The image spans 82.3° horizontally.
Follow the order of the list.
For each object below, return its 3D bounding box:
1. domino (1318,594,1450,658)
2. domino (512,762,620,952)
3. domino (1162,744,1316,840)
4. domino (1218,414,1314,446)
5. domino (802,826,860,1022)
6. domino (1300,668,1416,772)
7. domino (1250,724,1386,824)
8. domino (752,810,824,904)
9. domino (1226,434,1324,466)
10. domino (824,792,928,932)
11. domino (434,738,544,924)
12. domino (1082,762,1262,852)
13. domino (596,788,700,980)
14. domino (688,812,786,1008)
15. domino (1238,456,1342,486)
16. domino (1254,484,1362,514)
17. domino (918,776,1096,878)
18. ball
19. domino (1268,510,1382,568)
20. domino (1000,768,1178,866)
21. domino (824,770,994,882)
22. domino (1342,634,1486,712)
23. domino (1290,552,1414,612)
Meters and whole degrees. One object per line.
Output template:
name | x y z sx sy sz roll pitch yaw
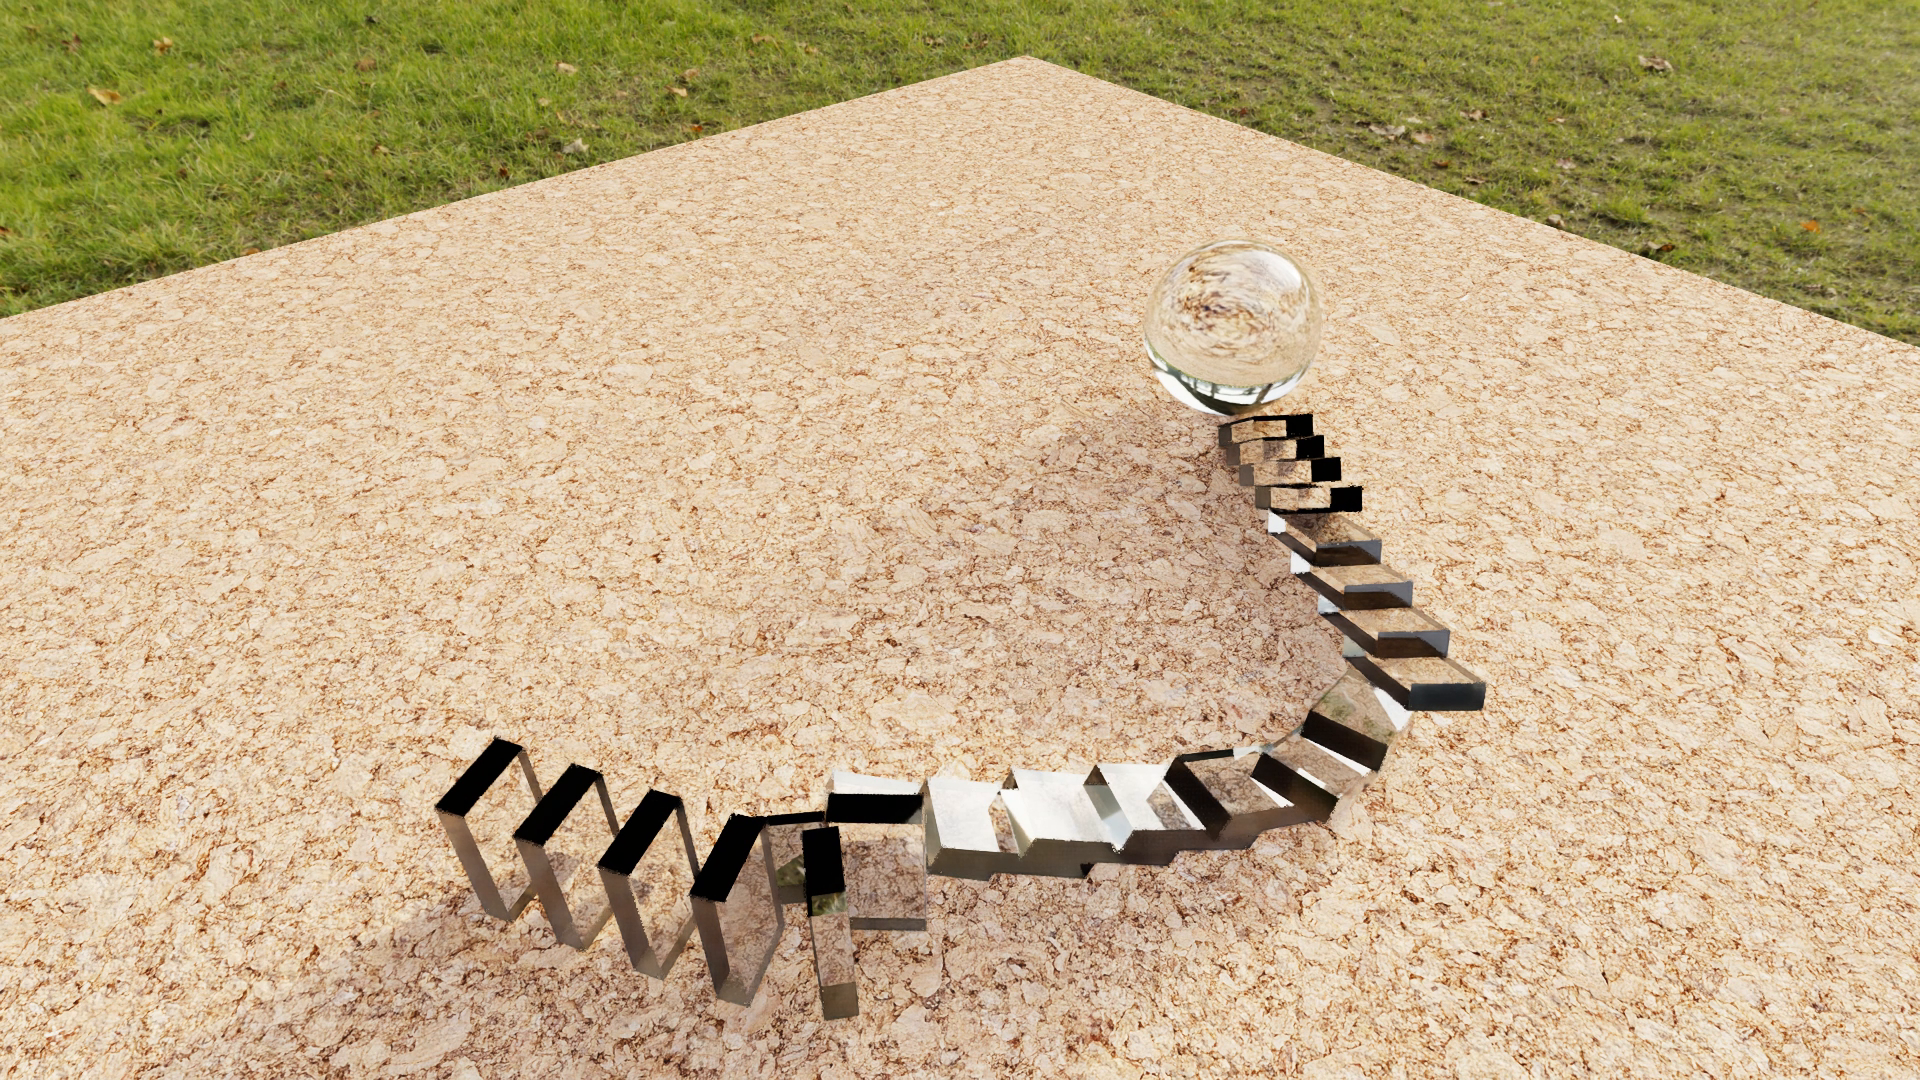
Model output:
domino | 0.150 0.029 0.392 0.025 0.010 0.050 -1 14 -4
domino | -0.105 0.088 0.304 0.010 0.050 0.025 13 41 16
domino | 0.089 0.076 0.335 0.050 0.010 0.025 3 32 -37
domino | 0.132 -0.047 0.479 0.025 0.010 0.050 -3 2 -3
domino | -0.034 0.101 0.288 0.009 0.050 0.025 -6 40 -8
domino | 0.131 0.058 0.358 0.025 0.010 0.050 25 22 27
domino | 0.113 0.070 0.343 0.025 0.010 0.050 31 25 31
domino | -0.040 0.094 0.329 0.050 0.010 0.025 -4 39 -5
domino | 0.133 -0.038 0.467 0.025 0.009 0.050 -3 2 -3
domino | -0.022 0.089 0.302 0.025 0.050 0.009 1 39 1
domino | -0.129 0.083 0.311 0.010 0.050 0.025 13 41 15
domino | 0.064 0.080 0.330 0.050 0.009 0.025 8 33 -29
domino | -0.082 0.094 0.297 0.009 0.050 0.025 13 41 15
domino | -0.058 0.098 0.291 0.010 0.050 0.025 10 40 12
domino | 0.136 -0.028 0.455 0.025 0.009 0.050 -3 2 -3
domino | 0.139 -0.017 0.443 0.025 0.009 0.050 -3 4 -3
domino | 0.014 0.085 0.325 0.050 0.010 0.025 11 35 -22
ball | 0.125 -0.098 0.507 0.080 0.080 0.080 0 39 0
domino | 0.142 -0.002 0.430 0.025 0.009 0.050 -3 16 -4
domino | 0.039 0.083 0.328 0.050 0.009 0.025 10 35 -23
domino | -0.014 0.085 0.325 0.050 0.010 0.025 13 36 -19
domino | 0.153 0.044 0.373 0.025 0.009 0.050 1 14 -5
domino | 0.145 0.014 0.411 0.025 0.009 0.050 -3 14 -4
